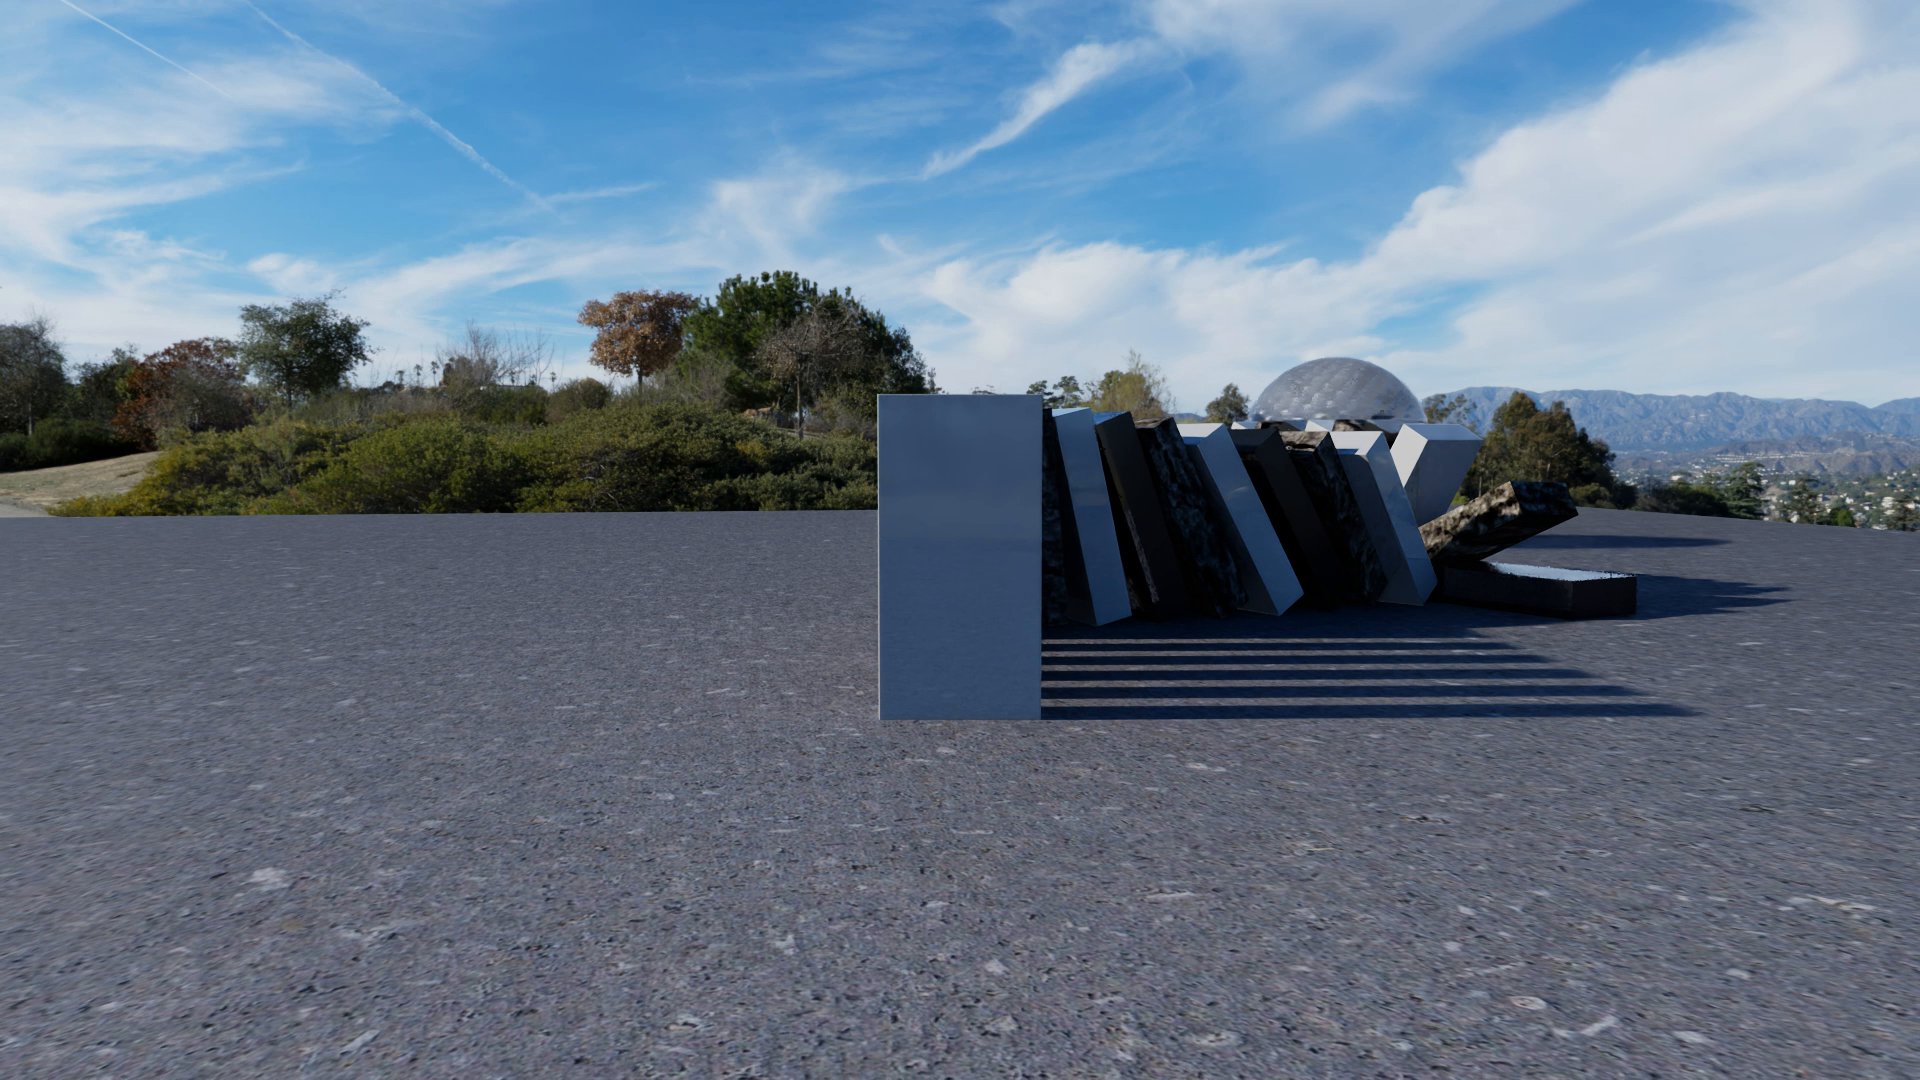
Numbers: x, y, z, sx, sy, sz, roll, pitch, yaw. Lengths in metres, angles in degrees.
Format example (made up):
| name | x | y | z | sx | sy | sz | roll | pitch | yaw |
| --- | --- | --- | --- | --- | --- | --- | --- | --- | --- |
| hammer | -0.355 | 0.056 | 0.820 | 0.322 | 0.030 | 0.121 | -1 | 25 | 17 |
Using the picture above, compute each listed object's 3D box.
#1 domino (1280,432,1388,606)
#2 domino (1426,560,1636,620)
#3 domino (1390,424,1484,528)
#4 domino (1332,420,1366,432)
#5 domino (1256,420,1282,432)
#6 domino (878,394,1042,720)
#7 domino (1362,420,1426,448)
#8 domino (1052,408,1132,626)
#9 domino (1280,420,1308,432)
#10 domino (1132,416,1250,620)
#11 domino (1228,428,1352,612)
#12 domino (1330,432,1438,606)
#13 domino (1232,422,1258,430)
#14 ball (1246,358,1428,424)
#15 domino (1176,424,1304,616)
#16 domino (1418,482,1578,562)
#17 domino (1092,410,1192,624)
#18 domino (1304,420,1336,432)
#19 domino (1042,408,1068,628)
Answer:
| name | x | y | z | sx | sy | sz | roll | pitch | yaw |
| --- | --- | --- | --- | --- | --- | --- | --- | --- | --- |
| domino | 0.091 | -0.005 | 0.335 | 0.025 | 0.050 | 0.009 | 5 | 43 | 48 |
| domino | 0.146 | 0.013 | 0.337 | 0.025 | 0.010 | 0.050 | -2 | 5 | -29 |
| domino | 0.131 | -0.010 | 0.376 | 0.025 | 0.050 | 0.009 | -3 | 35 | -32 |
| domino | 0.120 | -0.012 | 0.397 | 0.025 | 0.050 | 0.010 | -3 | 28 | -33 |
| domino | 0.103 | -0.014 | 0.422 | 0.025 | 0.050 | 0.009 | -3 | 28 | -32 |
| domino | 0.000 | 0.002 | 0.201 | 0.025 | 0.050 | 0.009 | 0 | 4 | 0 |
| domino | 0.126 | -0.011 | 0.387 | 0.025 | 0.050 | 0.009 | -3 | 29 | -33 |
| domino | 0.026 | -0.006 | 0.308 | 0.009 | 0.050 | 0.025 | -16 | 10 | -20 |
| domino | 0.109 | -0.013 | 0.414 | 0.025 | 0.050 | 0.010 | -3 | 28 | -32 |
| domino | 0.052 | -0.006 | 0.318 | 0.009 | 0.050 | 0.025 | -30 | 15 | -19 |
| domino | 0.079 | -0.005 | 0.329 | 0.009 | 0.050 | 0.025 | -42 | 25 | -24 |
| domino | 0.105 | -0.006 | 0.338 | 0.025 | 0.050 | 0.009 | 5 | 43 | 48 |
| domino | 0.097 | -0.015 | 0.431 | 0.025 | 0.050 | 0.009 | -3 | 28 | -32 |
| ball | 0.163 | -0.040 | 0.560 | 0.080 | 0.080 | 0.080 | 0 | 4 | 0 |
| domino | 0.065 | -0.005 | 0.323 | 0.009 | 0.050 | 0.025 | -37 | 20 | -21 |
| domino | 0.141 | -0.001 | 0.357 | 0.025 | 0.009 | 0.050 | 0 | -23 | -33 |
| domino | 0.039 | -0.006 | 0.313 | 0.009 | 0.050 | 0.025 | -23 | 12 | -19 |
| domino | 0.114 | -0.013 | 0.405 | 0.025 | 0.050 | 0.010 | -3 | 28 | -33 |
| domino | 0.014 | -0.006 | 0.305 | 0.010 | 0.050 | 0.025 | -7 | 7 | -21 |
